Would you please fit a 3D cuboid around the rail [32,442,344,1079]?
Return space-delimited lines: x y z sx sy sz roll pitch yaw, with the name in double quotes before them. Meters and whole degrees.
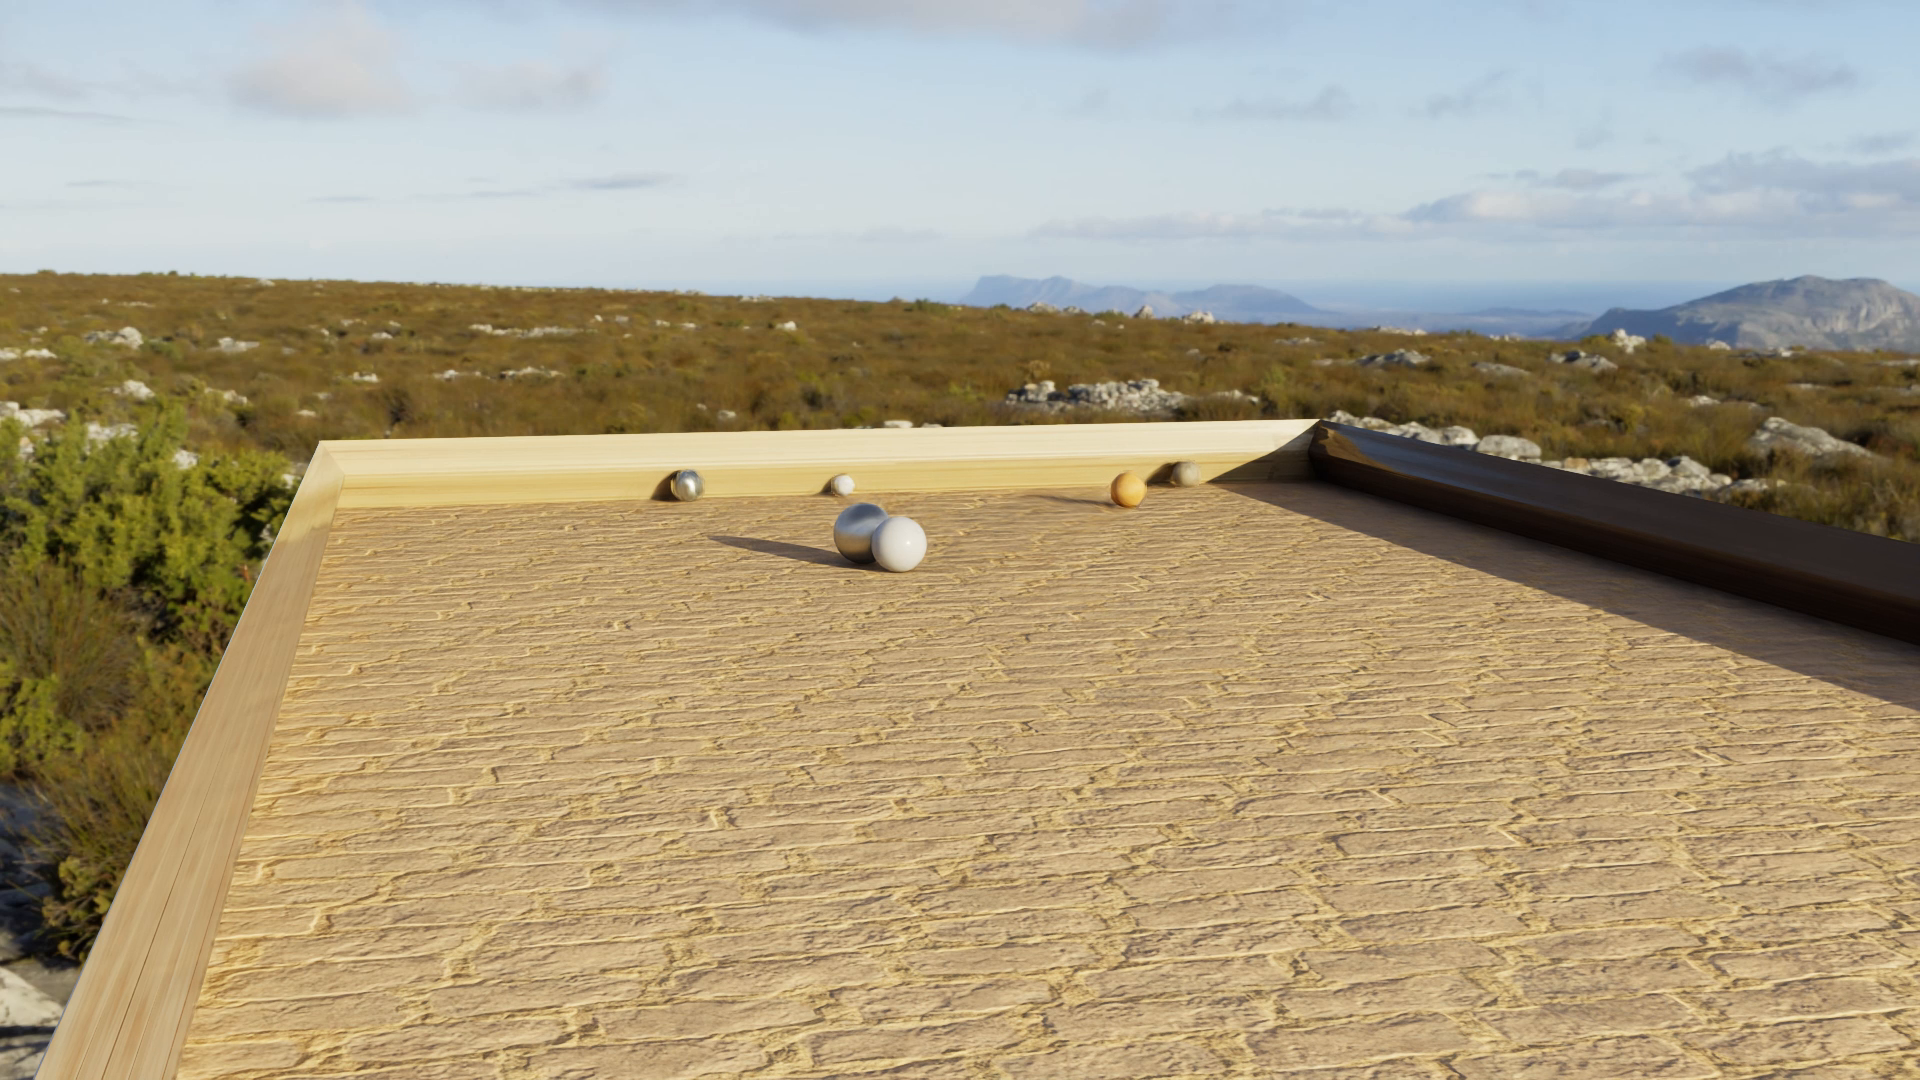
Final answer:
"rail" -0.738 0.132 2.353 0.045 0.127 3.796 -2 8 -14

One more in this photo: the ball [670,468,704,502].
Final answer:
"ball" -0.531 -0.106 4.276 0.065 0.065 0.065 0 8 0

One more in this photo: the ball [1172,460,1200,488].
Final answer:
"ball" 0.463 -0.135 4.506 0.056 0.056 0.056 0 8 0

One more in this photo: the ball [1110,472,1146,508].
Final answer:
"ball" 0.319 -0.095 4.183 0.068 0.068 0.068 0 8 0

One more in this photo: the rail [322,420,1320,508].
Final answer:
"rail" -0.221 -0.155 4.390 2.033 0.127 0.045 -2 8 -14

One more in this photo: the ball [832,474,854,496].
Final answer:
"ball" -0.232 -0.109 4.372 0.043 0.043 0.043 0 8 0

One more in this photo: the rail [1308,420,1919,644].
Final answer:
"rail" 1.190 0.066 2.822 0.045 0.127 3.796 -2 8 -14

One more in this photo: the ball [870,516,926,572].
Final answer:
"ball" -0.094 0.007 3.395 0.087 0.087 0.087 0 8 0

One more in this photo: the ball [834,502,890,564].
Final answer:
"ball" -0.152 -0.011 3.478 0.098 0.098 0.098 0 8 0
